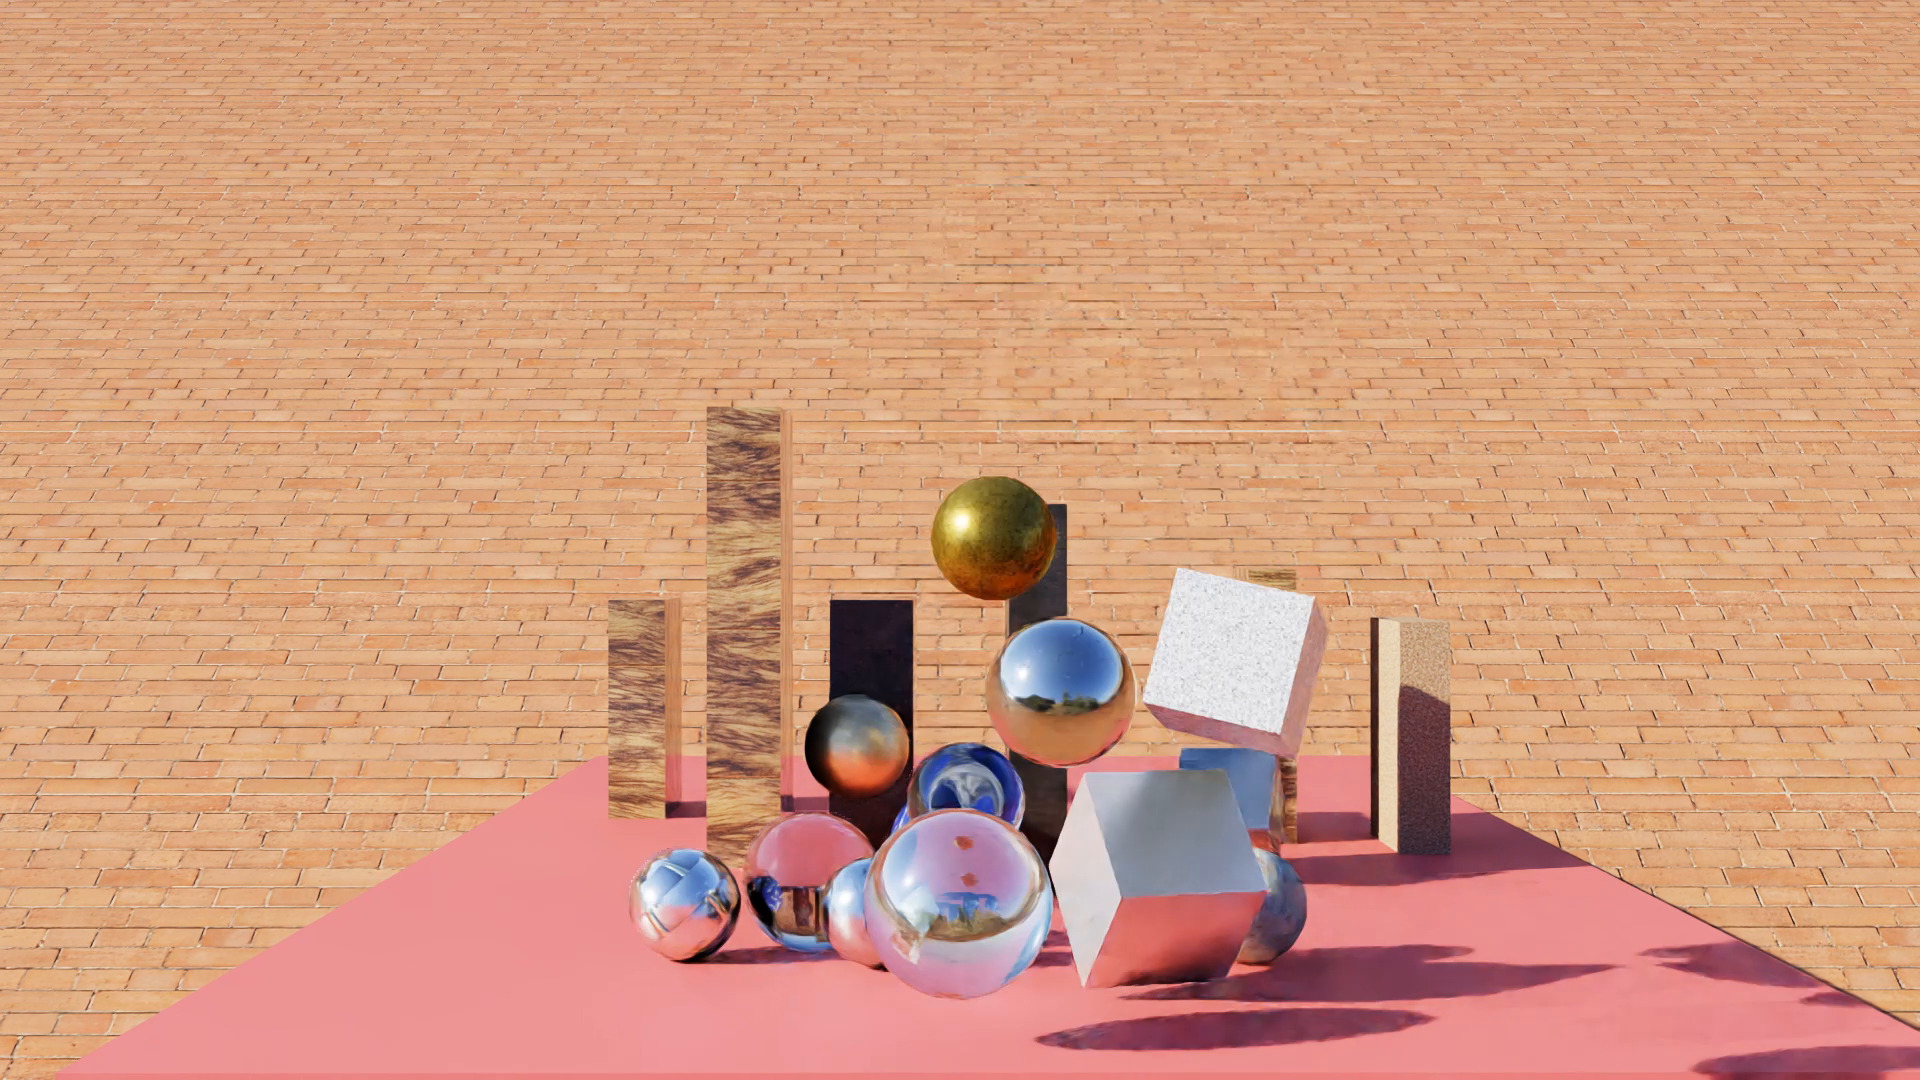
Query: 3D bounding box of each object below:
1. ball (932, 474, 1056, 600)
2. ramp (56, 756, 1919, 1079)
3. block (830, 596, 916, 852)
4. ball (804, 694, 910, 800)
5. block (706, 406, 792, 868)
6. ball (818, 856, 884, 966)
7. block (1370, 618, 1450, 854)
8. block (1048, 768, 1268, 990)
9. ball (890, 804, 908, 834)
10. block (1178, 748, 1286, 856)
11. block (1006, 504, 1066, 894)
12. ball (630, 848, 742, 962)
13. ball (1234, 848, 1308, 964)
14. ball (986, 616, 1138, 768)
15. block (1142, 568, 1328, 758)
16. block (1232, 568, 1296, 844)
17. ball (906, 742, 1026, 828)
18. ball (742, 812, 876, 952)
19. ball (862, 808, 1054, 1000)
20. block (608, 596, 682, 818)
[{"bbox_3d":[0.035,-0.002,2.690,0.131,0.131,0.131,0,30,0],"label":"ball"},{"bbox_3d":[0.068,0.602,4.663,2.000,0.100,4.000,0,0,0],"label":"ramp"},{"bbox_3d":[-0.157,0.329,4.744,0.148,0.446,0.326,0,0,0],"label":"block"},{"bbox_3d":[-0.179,0.358,4.490,0.182,0.182,0.182,0,30,0],"label":"ball"},{"bbox_3d":[-0.364,0.164,4.516,0.124,0.775,0.327,0,0,0],"label":"block"},{"bbox_3d":[-0.111,0.474,3.313,0.140,0.140,0.140,0,30,0],"label":"ball"},{"bbox_3d":[0.815,0.348,4.699,0.089,0.407,0.324,0,0,0],"label":"block"},{"bbox_3d":[0.234,0.406,3.109,0.182,0.182,0.182,0,46,-17],"label":"block"},{"bbox_3d":[-0.024,0.467,3.999,0.167,0.167,0.167,0,30,0],"label":"ball"},{"bbox_3d":[0.433,0.442,4.160,0.153,0.153,0.153,0,50,14],"label":"block"},{"bbox_3d":[0.120,0.247,4.161,0.090,0.607,0.271,0,0,0],"label":"block"},{"bbox_3d":[-0.359,0.477,3.384,0.146,0.146,0.146,0,30,0],"label":"ball"},{"bbox_3d":[0.377,0.475,3.362,0.149,0.149,0.149,0,30,0],"label":"ball"},{"bbox_3d":[0.094,0.142,2.409,0.141,0.141,0.141,0,30,0],"label":"ball"},{"bbox_3d":[0.324,0.145,3.020,0.162,0.162,0.162,12,-11,17],"label":"block"},{"bbox_3d":[0.567,0.303,4.836,0.087,0.498,0.274,0,0,0],"label":"block"},{"bbox_3d":[0.008,0.388,3.836,0.177,0.177,0.177,0,30,0],"label":"ball"},{"bbox_3d":[-0.197,0.456,3.453,0.187,0.187,0.187,0,30,0],"label":"ball"},{"bbox_3d":[-0.003,0.391,2.786,0.206,0.206,0.206,0,30,0],"label":"ball"},{"bbox_3d":[-0.641,0.336,5.283,0.113,0.434,0.304,0,0,0],"label":"block"}]
